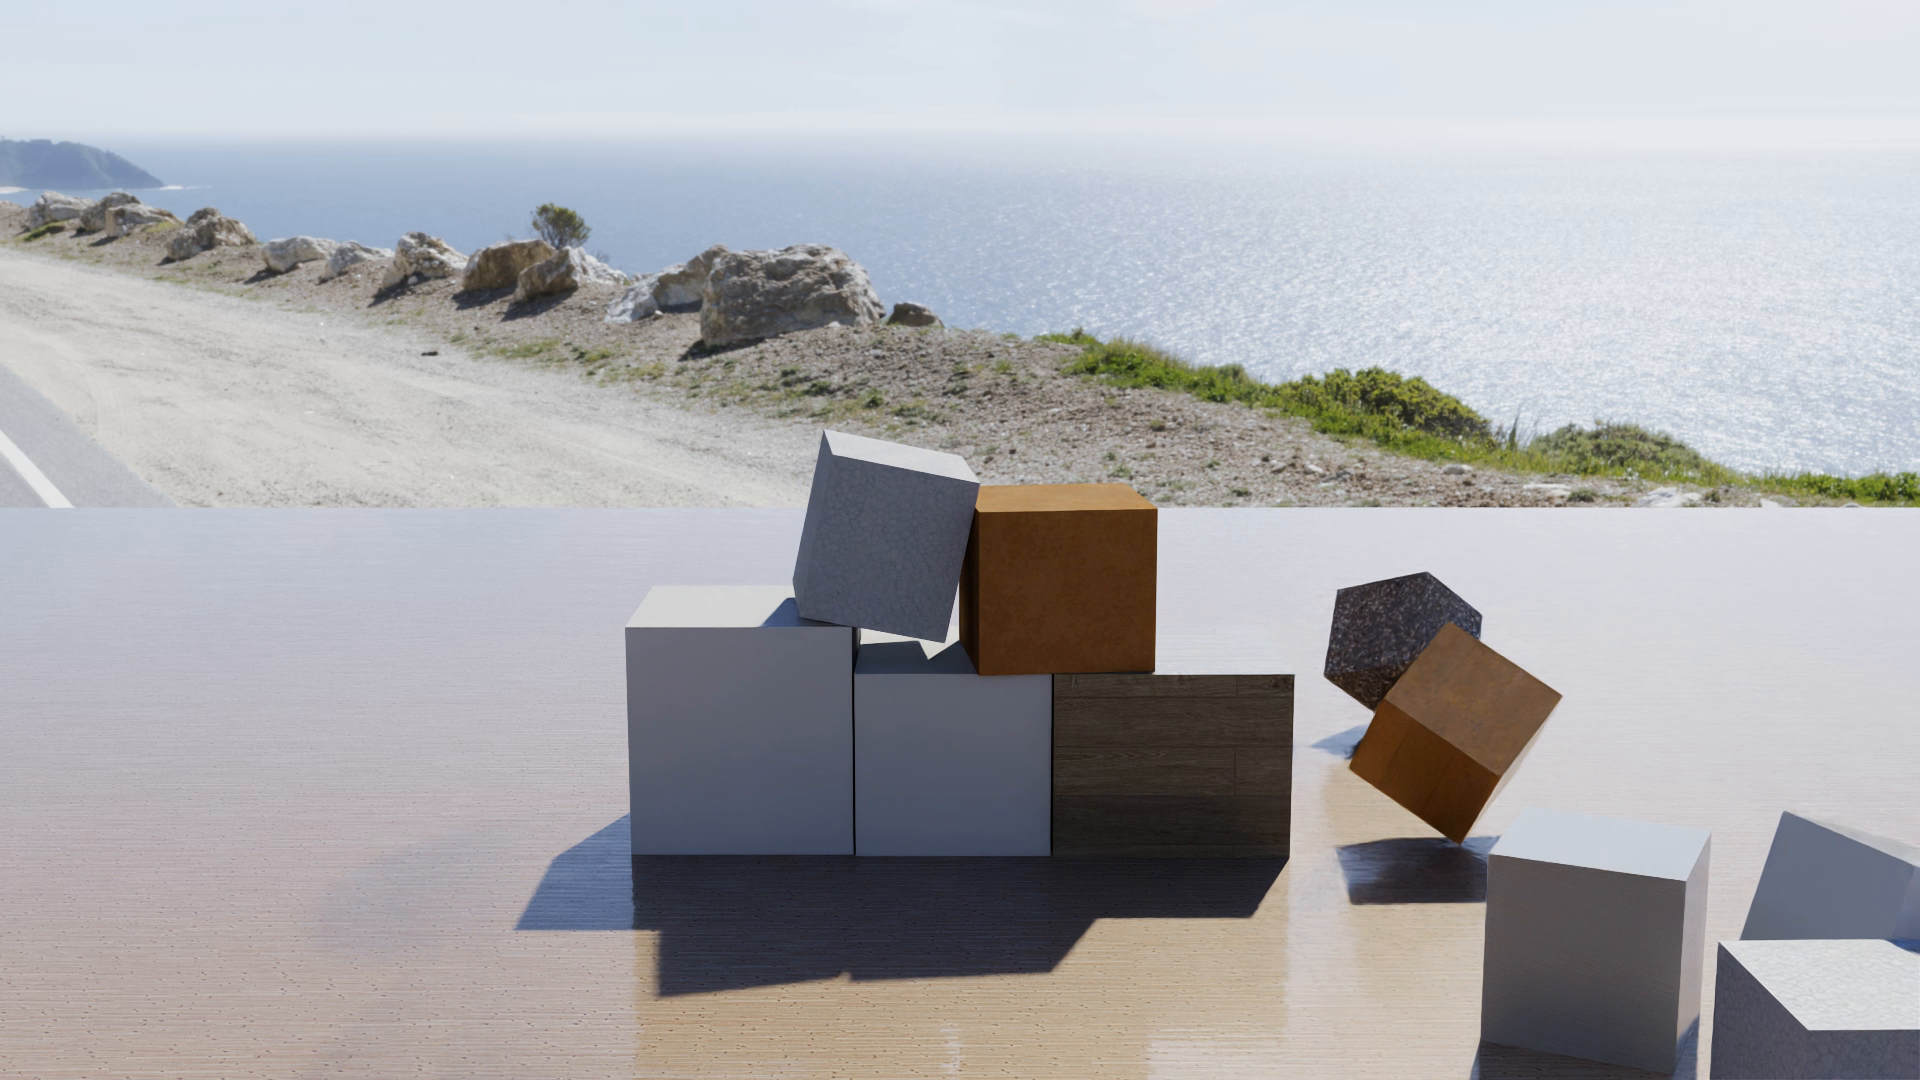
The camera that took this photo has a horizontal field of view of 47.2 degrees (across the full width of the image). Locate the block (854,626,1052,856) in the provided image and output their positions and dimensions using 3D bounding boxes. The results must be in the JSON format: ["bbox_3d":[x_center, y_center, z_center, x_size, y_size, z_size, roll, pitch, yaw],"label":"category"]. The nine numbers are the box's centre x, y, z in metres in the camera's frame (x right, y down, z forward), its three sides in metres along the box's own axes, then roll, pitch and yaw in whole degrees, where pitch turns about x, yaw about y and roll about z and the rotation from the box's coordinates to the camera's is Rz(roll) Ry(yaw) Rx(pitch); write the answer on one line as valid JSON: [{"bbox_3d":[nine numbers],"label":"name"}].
[{"bbox_3d":[-0.034,1.016,11.379,0.967,0.929,1.078,0,10,0],"label":"block"}]

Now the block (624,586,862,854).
[{"bbox_3d":[-1.084,0.905,11.347,1.107,1.160,1.018,0,10,0],"label":"block"}]

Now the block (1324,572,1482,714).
[{"bbox_3d":[2.679,0.639,13.280,0.655,0.596,0.597,-15,-38,44],"label":"block"}]

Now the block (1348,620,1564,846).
[{"bbox_3d":[2.503,0.976,11.135,0.677,0.628,0.667,35,53,18],"label":"block"}]

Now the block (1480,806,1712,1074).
[{"bbox_3d":[2.539,1.572,8.767,0.739,0.771,0.692,5,11,26],"label":"block"}]

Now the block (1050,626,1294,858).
[{"bbox_3d":[1.047,1.018,11.354,1.175,0.936,1.095,0,10,0],"label":"block"}]

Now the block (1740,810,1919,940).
[{"bbox_3d":[3.541,1.558,8.480,0.636,0.740,0.718,16,4,-21],"label":"block"}]

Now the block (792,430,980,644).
[{"bbox_3d":[-0.388,-0.031,11.088,0.733,0.818,0.797,11,10,-9],"label":"block"}]

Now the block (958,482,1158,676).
[{"bbox_3d":[0.477,0.182,11.080,0.873,0.807,0.819,-1,10,-7],"label":"block"}]

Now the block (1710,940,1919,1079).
[{"bbox_3d":[3.158,1.841,7.627,0.808,0.649,0.813,0,10,-1],"label":"block"}]
